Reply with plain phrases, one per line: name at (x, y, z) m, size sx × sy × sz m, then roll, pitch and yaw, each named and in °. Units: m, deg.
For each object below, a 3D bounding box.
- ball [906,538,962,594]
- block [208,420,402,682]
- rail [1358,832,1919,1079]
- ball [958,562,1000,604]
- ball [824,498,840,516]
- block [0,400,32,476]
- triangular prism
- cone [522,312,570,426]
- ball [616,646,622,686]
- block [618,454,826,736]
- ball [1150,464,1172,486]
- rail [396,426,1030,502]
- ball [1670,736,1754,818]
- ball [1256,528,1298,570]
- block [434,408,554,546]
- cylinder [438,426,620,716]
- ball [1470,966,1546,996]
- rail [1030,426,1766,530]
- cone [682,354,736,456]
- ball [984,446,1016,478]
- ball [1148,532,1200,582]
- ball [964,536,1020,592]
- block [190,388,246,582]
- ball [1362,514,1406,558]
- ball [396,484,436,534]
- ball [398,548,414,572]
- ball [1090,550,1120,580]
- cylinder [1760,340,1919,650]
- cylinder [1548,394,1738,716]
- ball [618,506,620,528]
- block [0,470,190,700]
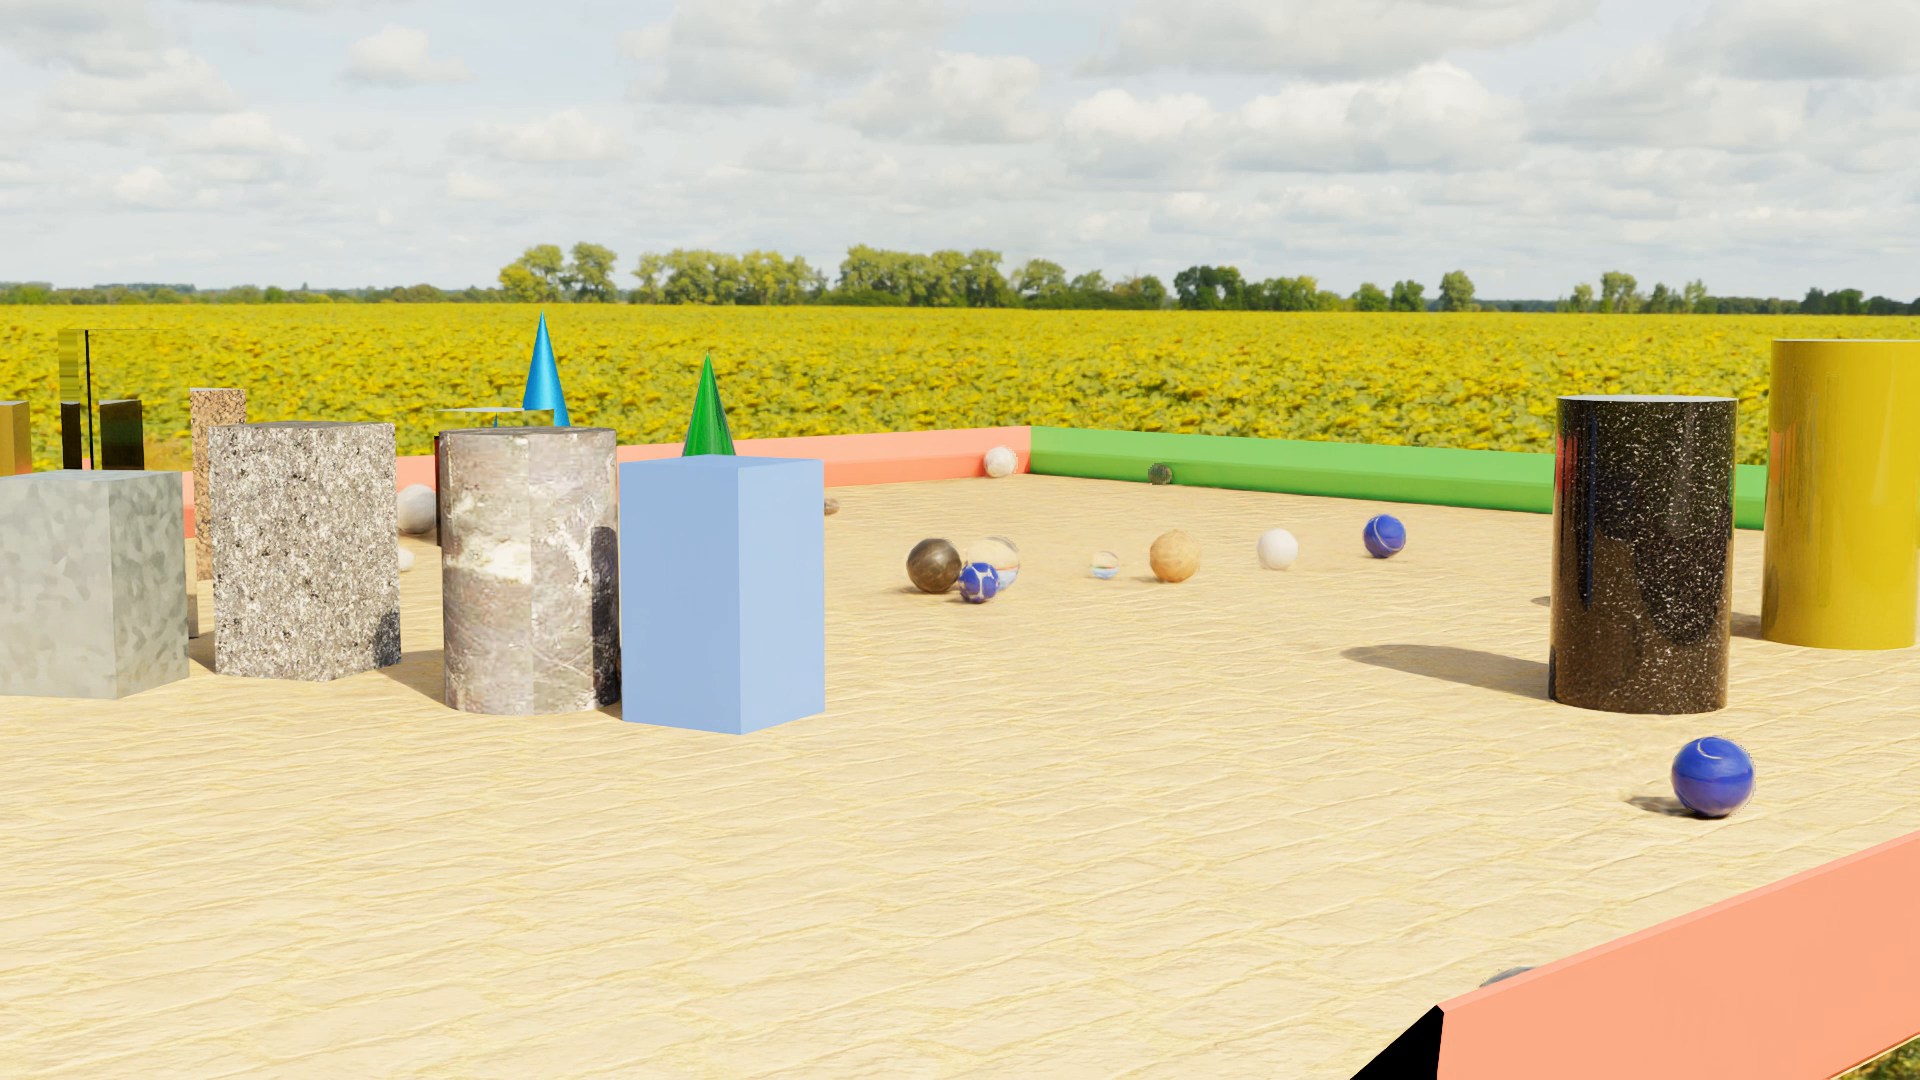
ball at (-0.041, 0.040, 3.475) m, size 0.087 × 0.087 × 0.087 m, roll 0°, pitch 6°, yaw 0°
block at (-0.810, 0.009, 2.727) m, size 0.158 × 0.305 × 0.158 m, roll 2°, pitch 6°, yaw 20°
rail at (1.250, 0.174, 1.984) m, size 3.973 × 0.129 × 0.045 m, roll -5°, pitch 8°, yaw -42°
ball at (0.029, 0.065, 3.349) m, size 0.064 × 0.064 × 0.064 m, roll 0°, pitch 6°, yaw 0°
ball at (-0.281, -0.072, 4.773) m, size 0.041 × 0.041 × 0.041 m, roll 0°, pitch 6°, yaw 0°
block at (-1.469, -0.048, 3.258) m, size 0.158 × 0.308 × 0.158 m, roll -2°, pitch 6°, yaw -14°
triangular prism at (-1.105, -0.072, 2.949) m, size 0.148 × 0.419 × 0.171 m, roll -3°, pitch 7°, yaw -30°
cone at (-0.839, -0.242, 4.440) m, size 0.198 × 0.449 × 0.198 m, roll 0°, pitch 6°, yaw 0°
ball at (-0.349, 0.142, 2.503) m, size 0.086 × 0.086 × 0.086 m, roll 0°, pitch 6°, yaw 0°
block at (-0.259, 0.054, 2.406) m, size 0.158 × 0.282 × 0.158 m, roll 3°, pitch 7°, yaw 30°
ball at (0.513, -0.166, 5.615) m, size 0.054 × 0.054 × 0.054 m, roll 0°, pitch 6°, yaw 0°
rail at (-1.250, -0.107, 4.680) m, size 3.973 × 0.129 × 0.045 m, roll -5°, pitch 8°, yaw -42°
ball at (0.664, 0.209, 1.940) m, size 0.071 × 0.071 × 0.071 m, roll 0°, pitch 6°, yaw 0°
ball at (0.545, 0.016, 3.780) m, size 0.072 × 0.072 × 0.072 m, roll 0°, pitch 6°, yaw 0°
block at (-0.882, -0.119, 4.179) m, size 0.158 × 0.258 × 0.158 m, roll 4°, pitch 7°, yaw 30°
cylinder at (-0.489, 0.030, 2.508) m, size 0.198 × 0.309 × 0.198 m, roll 0°, pitch 6°, yaw 0°
ball at (0.316, 0.278, 1.211) m, size 0.085 × 0.085 × 0.085 m, roll 0°, pitch 6°, yaw 0°
rail at (1.443, -0.105, 4.656) m, size 0.045 × 0.129 × 3.735 m, roll -5°, pitch 8°, yaw -42°
cone at (-0.437, -0.141, 3.825) m, size 0.198 × 0.376 × 0.198 m, roll 0°, pitch 6°, yaw 0°
ball at (0.105, -0.205, 5.845) m, size 0.084 × 0.084 × 0.084 m, roll 0°, pitch 6°, yaw 0°
ball at (0.352, 0.028, 3.608) m, size 0.084 × 0.084 × 0.084 m, roll 0°, pitch 6°, yaw 0°
ball at (0.052, 0.039, 3.488) m, size 0.089 × 0.089 × 0.089 m, roll 0°, pitch 6°, yaw 0°
block at (-1.308, -0.095, 3.681) m, size 0.158 × 0.313 × 0.158 m, roll 4°, pitch 7°, yaw 32°
ball at (0.765, -0.006, 3.966) m, size 0.079 × 0.079 × 0.079 m, roll 0°, pitch 6°, yaw 0°
ball at (-1.080, -0.060, 4.383) m, size 0.099 × 0.099 × 0.099 m, roll 0°, pitch 6°, yaw 0°
ball at (-0.950, 0.035, 3.742) m, size 0.043 × 0.043 × 0.043 m, roll 0°, pitch 6°, yaw 0°
ball at (0.241, 0.042, 3.650) m, size 0.048 × 0.048 × 0.048 m, roll 0°, pitch 6°, yaw 0°
cylinder at (1.193, -0.067, 2.970) m, size 0.198 × 0.405 × 0.198 m, roll 0°, pitch 6°, yaw 0°
cylinder at (0.778, 0.011, 2.509) m, size 0.198 × 0.346 × 0.198 m, roll 0°, pitch 6°, yaw 0°
ball at (-0.700, -0.046, 4.513) m, size 0.045 × 0.045 × 0.045 m, roll 0°, pitch 6°, yaw 0°
block at (-1.031, 0.049, 2.603) m, size 0.158 × 0.252 × 0.158 m, roll 1°, pitch 6°, yaw 11°
